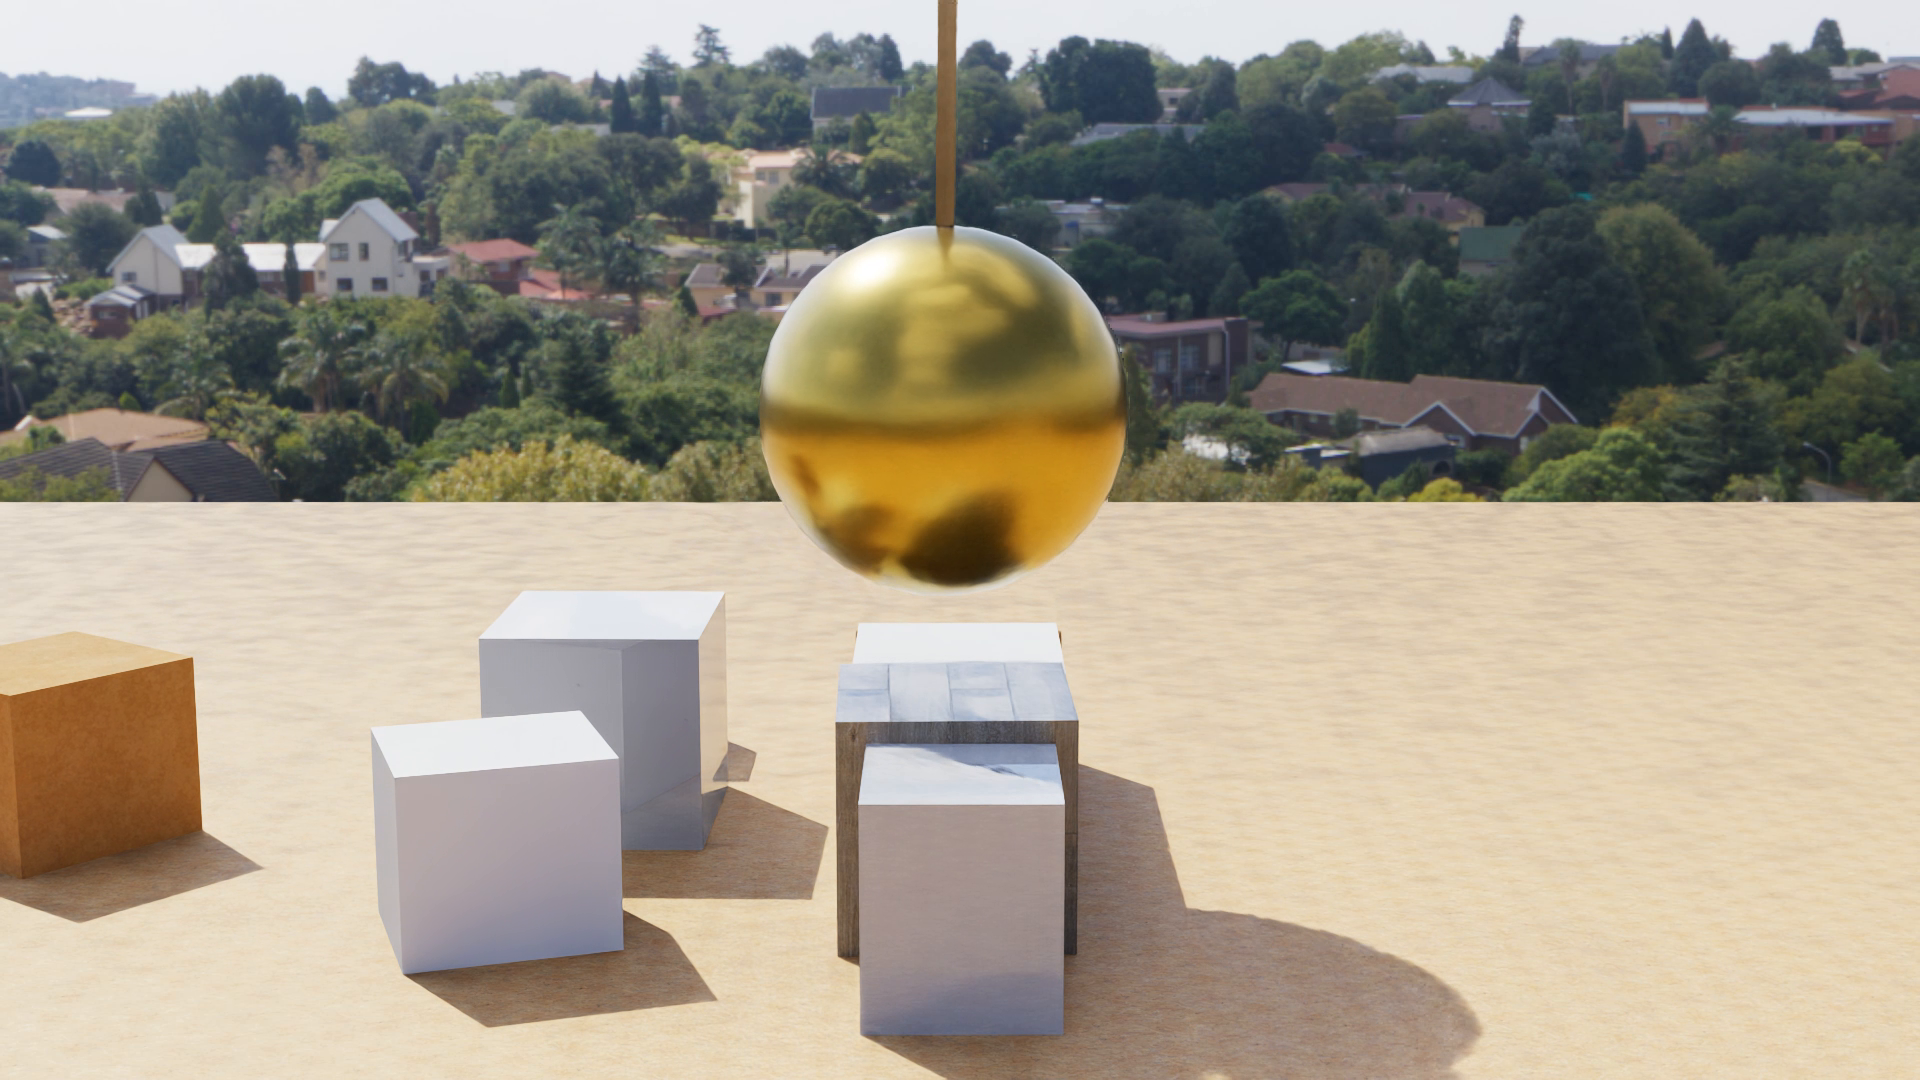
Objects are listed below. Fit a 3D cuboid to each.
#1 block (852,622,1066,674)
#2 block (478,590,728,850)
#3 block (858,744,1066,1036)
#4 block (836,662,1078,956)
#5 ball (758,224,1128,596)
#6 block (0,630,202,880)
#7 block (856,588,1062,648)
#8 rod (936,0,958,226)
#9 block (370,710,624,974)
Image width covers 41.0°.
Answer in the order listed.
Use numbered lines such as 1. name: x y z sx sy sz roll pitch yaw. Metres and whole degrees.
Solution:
1. block: -0.009 0.943 11.792 0.939 0.925 1.043 0 10 0
2. block: -1.666 0.836 12.201 0.996 0.990 1.082 0 10 1
3. block: 0.005 1.320 9.836 0.752 0.884 0.859 0 10 0
4. block: -0.025 1.107 10.758 0.966 0.974 1.015 0 10 -2
5. ball: -0.074 -0.556 11.079 1.600 1.600 1.600 0 10 0
6. block: -4.221 0.970 11.900 0.931 0.833 0.951 8 13 37
7. block: -0.007 0.778 12.820 0.980 0.883 1.025 0 10 0
8. rod: -0.032 -3.901 10.471 0.080 5.200 0.080 1 10 0
9. block: -1.918 1.225 10.583 0.885 0.804 0.824 -4 11 -19
